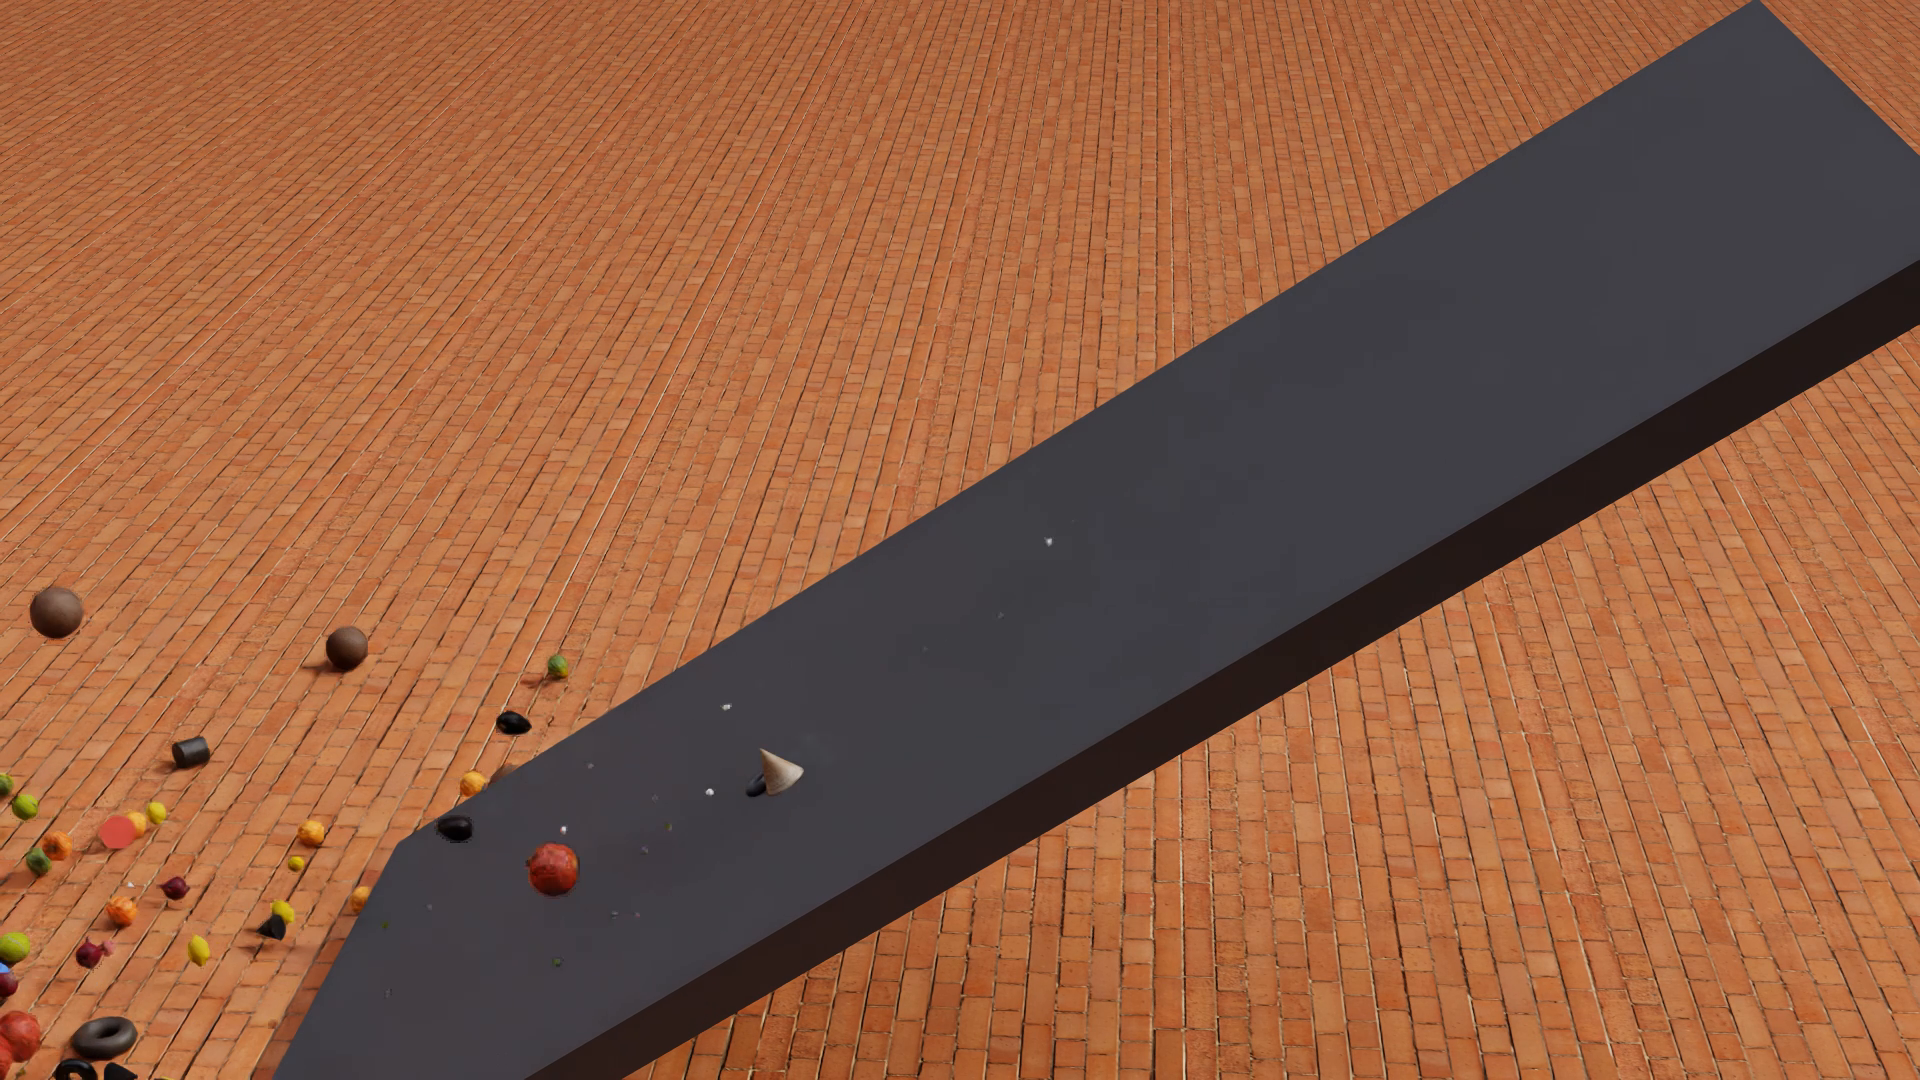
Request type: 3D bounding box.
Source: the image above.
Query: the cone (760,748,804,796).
[{"bbox_3d":[-0.393,0.472,6.172,0.094,0.094,0.094,-33,15,10],"label":"cone"}]

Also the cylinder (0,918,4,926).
[{"bbox_3d":[-2.412,0.937,7.243,0.077,0.077,0.077,42,32,8],"label":"cylinder"}]

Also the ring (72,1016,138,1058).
[{"bbox_3d":[-2.007,1.168,6.903,0.148,0.049,0.148,-1,21,1],"label":"ring"}]

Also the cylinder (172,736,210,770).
[{"bbox_3d":[-2.179,0.602,8.336,0.077,0.077,0.077,-17,27,-37],"label":"cylinder"}]

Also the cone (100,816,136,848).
[{"bbox_3d":[-2.263,0.772,7.881,0.091,0.091,0.091,-9,12,-23],"label":"cone"}]

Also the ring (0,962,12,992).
[{"bbox_3d":[-2.386,1.070,7.161,0.145,0.048,0.145,0,19,0],"label":"ring"}]

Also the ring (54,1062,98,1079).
[{"bbox_3d":[-2.010,1.221,6.686,0.098,0.098,0.033,-3,46,-9],"label":"ring"}]

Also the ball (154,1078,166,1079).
[{"bbox_3d":[-1.777,1.230,6.533,0.070,0.070,0.070,0,21,0],"label":"ball"}]

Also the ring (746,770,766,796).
[{"bbox_3d":[-0.423,0.515,6.241,0.077,0.026,0.077,-34,15,11],"label":"ring"}]

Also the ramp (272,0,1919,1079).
[{"bbox_3d":[0.137,0.172,6.301,4.000,0.100,2.000,-32,16,14],"label":"ramp"}]
